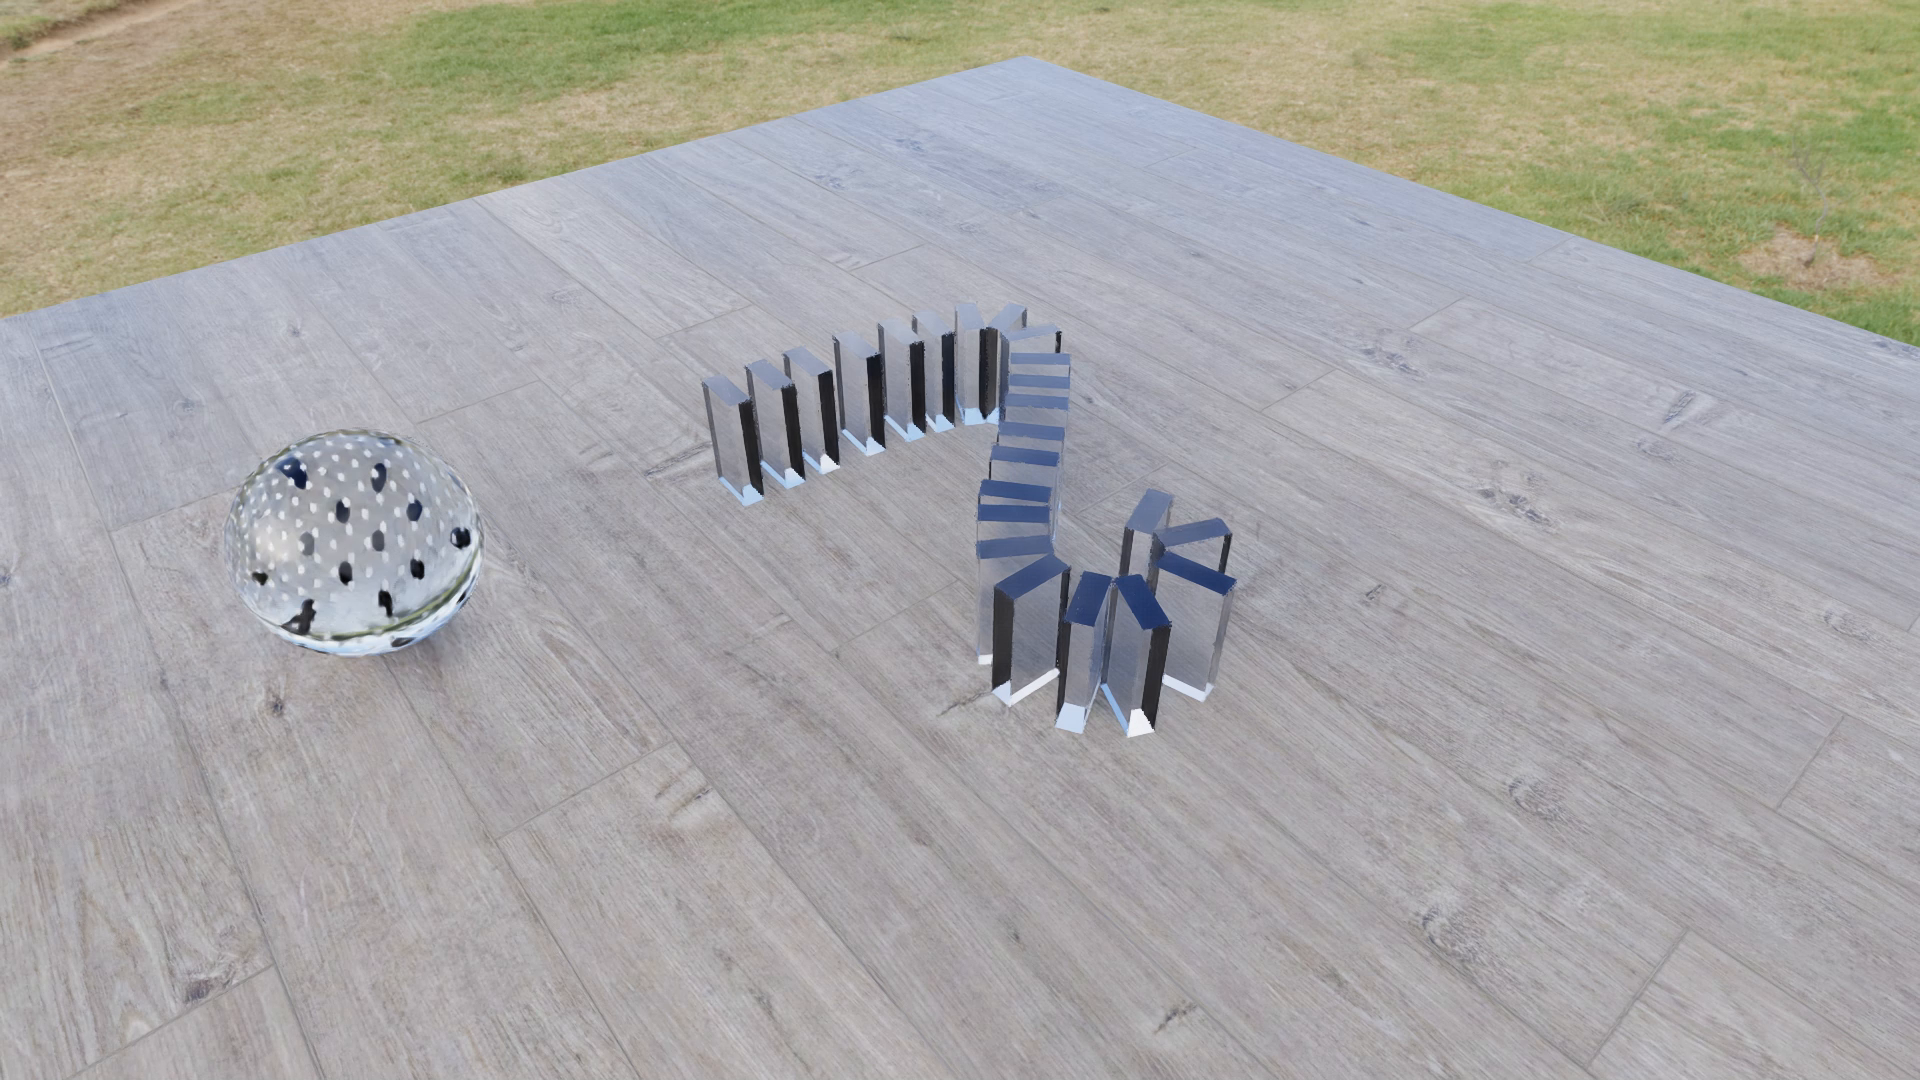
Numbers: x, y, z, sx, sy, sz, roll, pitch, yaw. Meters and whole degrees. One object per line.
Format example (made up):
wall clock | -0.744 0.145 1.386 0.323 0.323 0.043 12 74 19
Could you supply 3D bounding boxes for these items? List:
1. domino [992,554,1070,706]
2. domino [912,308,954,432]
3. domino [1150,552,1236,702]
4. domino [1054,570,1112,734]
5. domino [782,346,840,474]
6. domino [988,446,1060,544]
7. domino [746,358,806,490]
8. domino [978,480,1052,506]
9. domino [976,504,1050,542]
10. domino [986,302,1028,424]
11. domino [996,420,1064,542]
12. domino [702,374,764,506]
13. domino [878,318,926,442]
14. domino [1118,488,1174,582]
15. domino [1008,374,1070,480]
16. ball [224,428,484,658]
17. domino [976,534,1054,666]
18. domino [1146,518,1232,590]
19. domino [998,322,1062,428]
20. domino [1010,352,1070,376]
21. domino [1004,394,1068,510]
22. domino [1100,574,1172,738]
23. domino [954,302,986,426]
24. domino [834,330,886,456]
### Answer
domino | 0.024 0.031 0.374 0.025 0.050 0.009 -28 47 -30
domino | -0.012 -0.078 0.506 0.010 0.050 0.025 -17 42 -20
domino | 0.077 0.030 0.375 0.025 0.050 0.010 24 45 27
domino | 0.041 0.038 0.365 0.009 0.050 0.025 13 41 15
domino | -0.065 -0.056 0.480 0.009 0.050 0.025 -25 46 -27
domino | 0.024 -0.012 0.426 0.025 0.050 0.010 7 40 9
domino | -0.079 -0.049 0.472 0.010 0.050 0.025 -26 46 -28
domino | 0.020 0.002 0.409 0.025 0.050 0.009 7 40 9
domino | 0.019 0.010 0.399 0.025 0.050 0.010 2 39 2
domino | 0.021 -0.081 0.511 0.010 0.050 0.025 17 42 19
domino | 0.027 -0.023 0.439 0.025 0.050 0.009 7 40 8
domino | -0.095 -0.042 0.462 0.009 0.050 0.025 -25 46 -27
domino | -0.026 -0.073 0.500 0.009 0.050 0.025 -21 44 -24
domino | 0.066 0.009 0.400 0.009 0.050 0.025 17 42 20
domino | 0.033 -0.046 0.467 0.025 0.050 0.009 4 39 5
ball | -0.211 0.001 0.386 0.080 0.080 0.080 0 39 0
domino | 0.019 0.022 0.385 0.025 0.050 0.009 -5 40 -6
domino | 0.080 0.017 0.391 0.025 0.050 0.009 -11 41 -13
domino | 0.031 -0.072 0.500 0.025 0.050 0.009 -14 41 -16
domino | 0.034 -0.057 0.482 0.025 0.050 0.010 1 39 1
domino | 0.031 -0.036 0.455 0.025 0.050 0.010 5 40 6
domino | 0.058 0.039 0.364 0.010 0.050 0.025 -10 40 -12
domino | 0.005 -0.081 0.511 0.009 0.050 0.025 -7 40 -9
domino | -0.045 -0.065 0.491 0.009 0.050 0.025 -23 44 -25
